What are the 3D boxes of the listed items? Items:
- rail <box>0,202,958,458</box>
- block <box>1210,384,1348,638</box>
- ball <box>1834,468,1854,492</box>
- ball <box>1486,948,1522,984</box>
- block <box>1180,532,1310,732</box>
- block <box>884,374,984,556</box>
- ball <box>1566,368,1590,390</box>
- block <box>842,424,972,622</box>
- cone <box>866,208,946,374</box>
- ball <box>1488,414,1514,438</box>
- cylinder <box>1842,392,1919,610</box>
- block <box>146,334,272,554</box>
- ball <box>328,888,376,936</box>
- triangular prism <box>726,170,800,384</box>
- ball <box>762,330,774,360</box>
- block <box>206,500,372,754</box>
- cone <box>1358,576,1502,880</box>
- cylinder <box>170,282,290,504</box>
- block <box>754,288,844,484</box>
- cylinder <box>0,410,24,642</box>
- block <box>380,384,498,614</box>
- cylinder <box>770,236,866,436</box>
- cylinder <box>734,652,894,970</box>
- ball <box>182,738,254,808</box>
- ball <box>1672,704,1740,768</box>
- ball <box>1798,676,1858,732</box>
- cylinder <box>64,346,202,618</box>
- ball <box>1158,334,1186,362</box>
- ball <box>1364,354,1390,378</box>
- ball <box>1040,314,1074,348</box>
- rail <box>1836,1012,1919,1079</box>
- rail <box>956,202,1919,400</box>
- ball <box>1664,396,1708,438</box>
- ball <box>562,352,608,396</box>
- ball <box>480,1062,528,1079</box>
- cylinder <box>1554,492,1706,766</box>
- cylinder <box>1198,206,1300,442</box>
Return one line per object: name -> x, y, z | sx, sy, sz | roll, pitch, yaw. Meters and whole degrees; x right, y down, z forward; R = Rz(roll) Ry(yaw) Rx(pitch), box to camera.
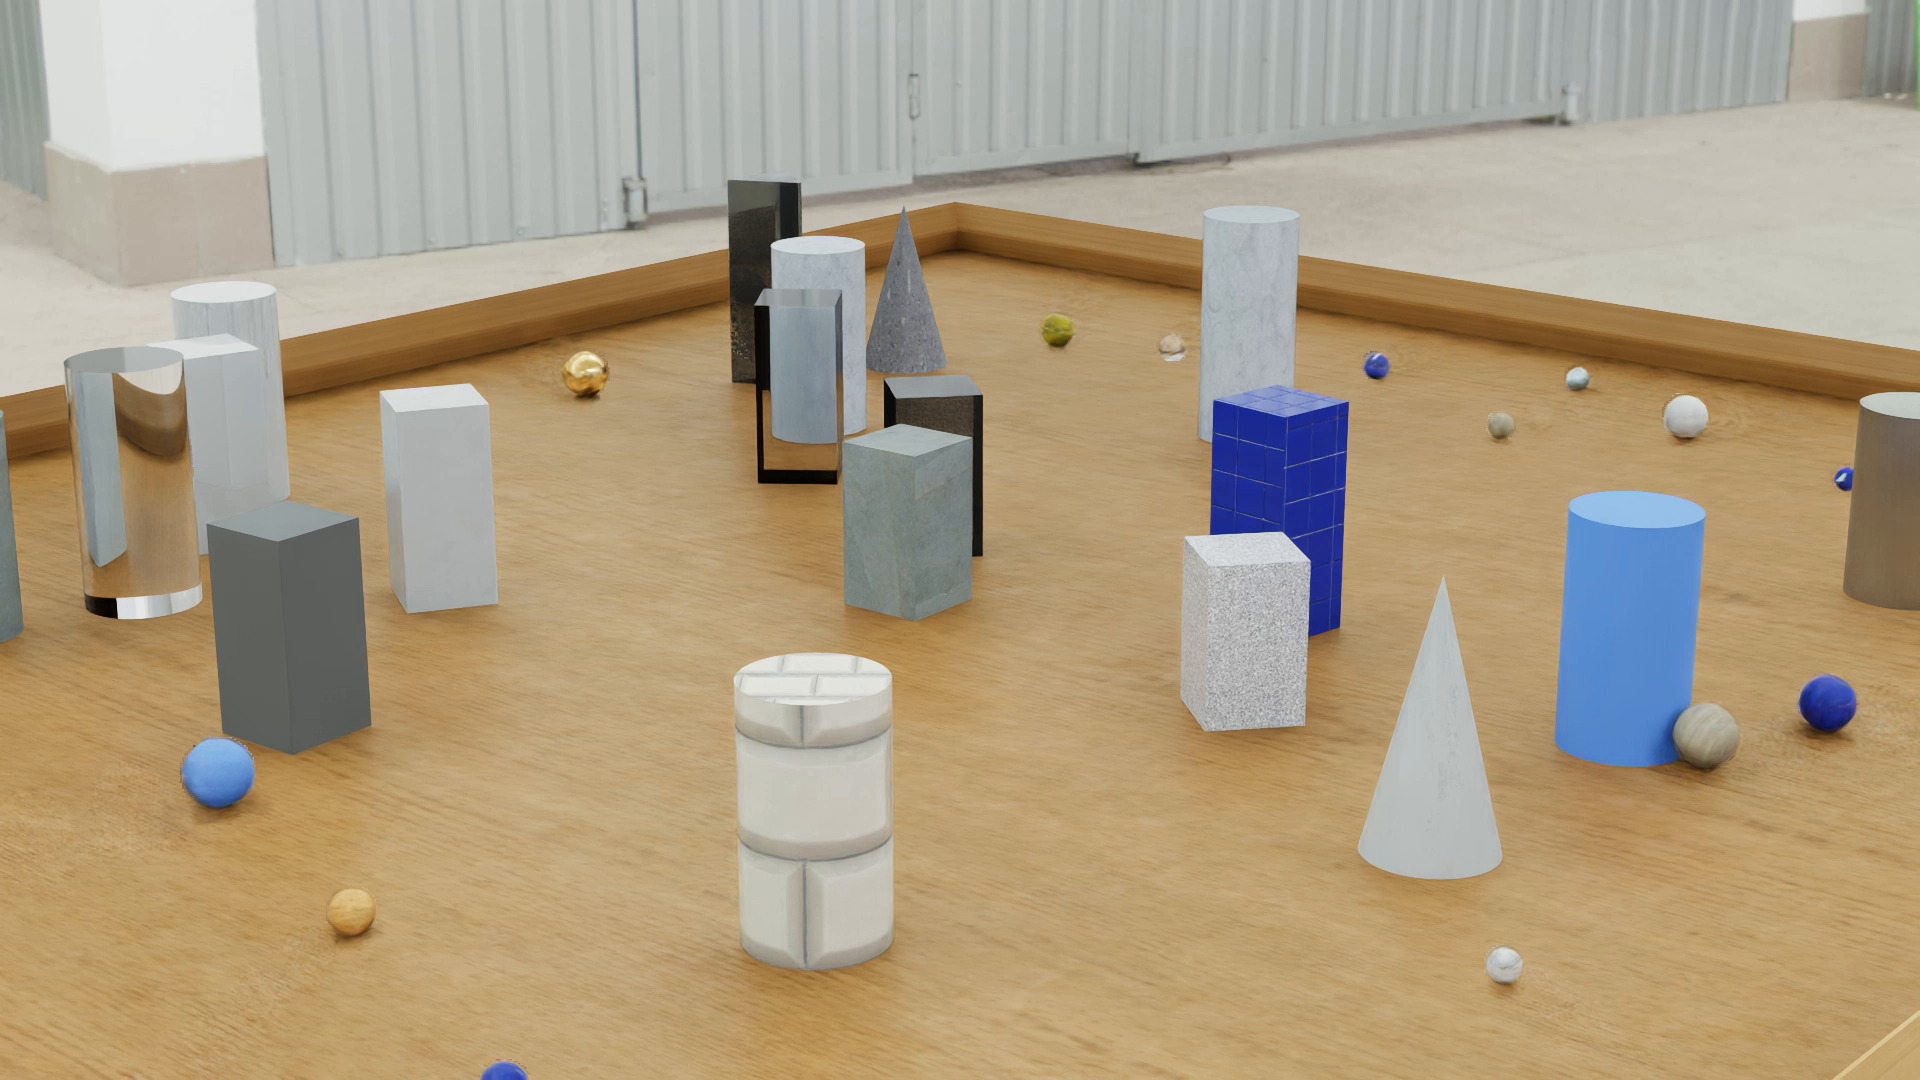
rail -> -1.543, -0.354, 6.402 | 0.045, 0.128, 4.724 | 14, 22, 39
block -> 0.532, -0.042, 4.912 | 0.158, 0.393, 0.158 | -15, 22, -40
ball -> 1.745, -0.119, 5.769 | 0.046, 0.046, 0.046 | 0, 17, 0
ball -> 0.673, 0.527, 3.628 | 0.044, 0.044, 0.044 | 0, 17, 0
block -> 0.439, 0.140, 4.530 | 0.158, 0.265, 0.158 | -3, 17, -9
block -> -0.049, -0.134, 5.374 | 0.158, 0.303, 0.158 | -3, 17, -9
ball -> 1.381, -0.360, 6.556 | 0.052, 0.052, 0.052 | 0, 17, 0
block -> -0.090, -0.033, 5.058 | 0.158, 0.290, 0.158 | 13, 21, 36
cone -> -0.129, -0.589, 6.758 | 0.198, 0.375, 0.198 | 0, 17, 0
ball -> 1.136, -0.240, 6.156 | 0.053, 0.053, 0.053 | 0, 17, 0
cylinder -> 1.651, -0.069, 5.094 | 0.198, 0.339, 0.198 | 0, 17, 0
block -> -1.383, -0.177, 5.405 | 0.158, 0.367, 0.158 | -11, 20, -33
ball -> -0.781, 0.477, 3.765 | 0.060, 0.060, 0.060 | 0, 17, 0
triangular prism -> -0.416, -0.594, 6.622 | 0.171, 0.462, 0.148 | 5, 17, 15
ball -> -0.419, -0.456, 6.828 | 0.079, 0.079, 0.079 | 0, 17, 0
block -> -1.015, 0.130, 4.443 | 0.158, 0.333, 0.158 | 12, 21, 35
cone -> 0.647, 0.236, 3.976 | 0.198, 0.399, 0.198 | 0, 17, 0
cylinder -> -1.412, -0.281, 5.680 | 0.198, 0.407, 0.198 | 0, 17, 0
block -> -0.319, -0.307, 5.845 | 0.158, 0.361, 0.158 | 1, 17, 3
cylinder -> -1.680, -0.023, 4.884 | 0.198, 0.372, 0.198 | 0, 17, 0
block -> -0.903, -0.074, 5.080 | 0.158, 0.357, 0.158 | -6, 18, -20
cylinder -> -0.298, -0.432, 6.209 | 0.198, 0.391, 0.198 | 0, 17, 0
cylinder -> -0.184, 0.341, 3.710 | 0.198, 0.352, 0.198 | 0, 17, 0
ball -> -1.058, 0.332, 4.180 | 0.099, 0.099, 0.099 | 0, 17, 0
ball -> 1.097, 0.288, 4.311 | 0.095, 0.095, 0.095 | 0, 17, 0
ball -> 1.326, 0.249, 4.478 | 0.086, 0.086, 0.086 | 0, 17, 0
cylinder -> -1.419, -0.100, 5.037 | 0.198, 0.431, 0.198 | 0, 17, 0
ball -> 0.495, -0.447, 6.823 | 0.065, 0.065, 0.065 | 0, 17, 0
ball -> 0.948, -0.395, 6.663 | 0.058, 0.058, 0.058 | 0, 17, 0
ball -> 0.231, -0.498, 6.967 | 0.081, 0.081, 0.081 | 0, 17, 0
rail -> 1.543, 0.419, 3.837 | 0.045, 0.128, 4.724 | 14, 22, 39
rail -> 1.533, -0.477, 6.810 | 4.134, 0.128, 0.045 | 14, 22, 39
ball -> 1.525, -0.260, 6.159 | 0.089, 0.089, 0.089 | 0, 17, 0
ball -> -0.831, -0.369, 6.505 | 0.099, 0.099, 0.099 | 0, 17, 0
ball -> -0.514, 0.617, 3.303 | 0.058, 0.058, 0.058 | 0, 17, 0
cylinder -> 0.999, 0.131, 4.380 | 0.198, 0.368, 0.198 | 0, 17, 0
cylinder -> 0.602, -0.447, 6.120 | 0.198, 0.471, 0.198 | 0, 17, 0
